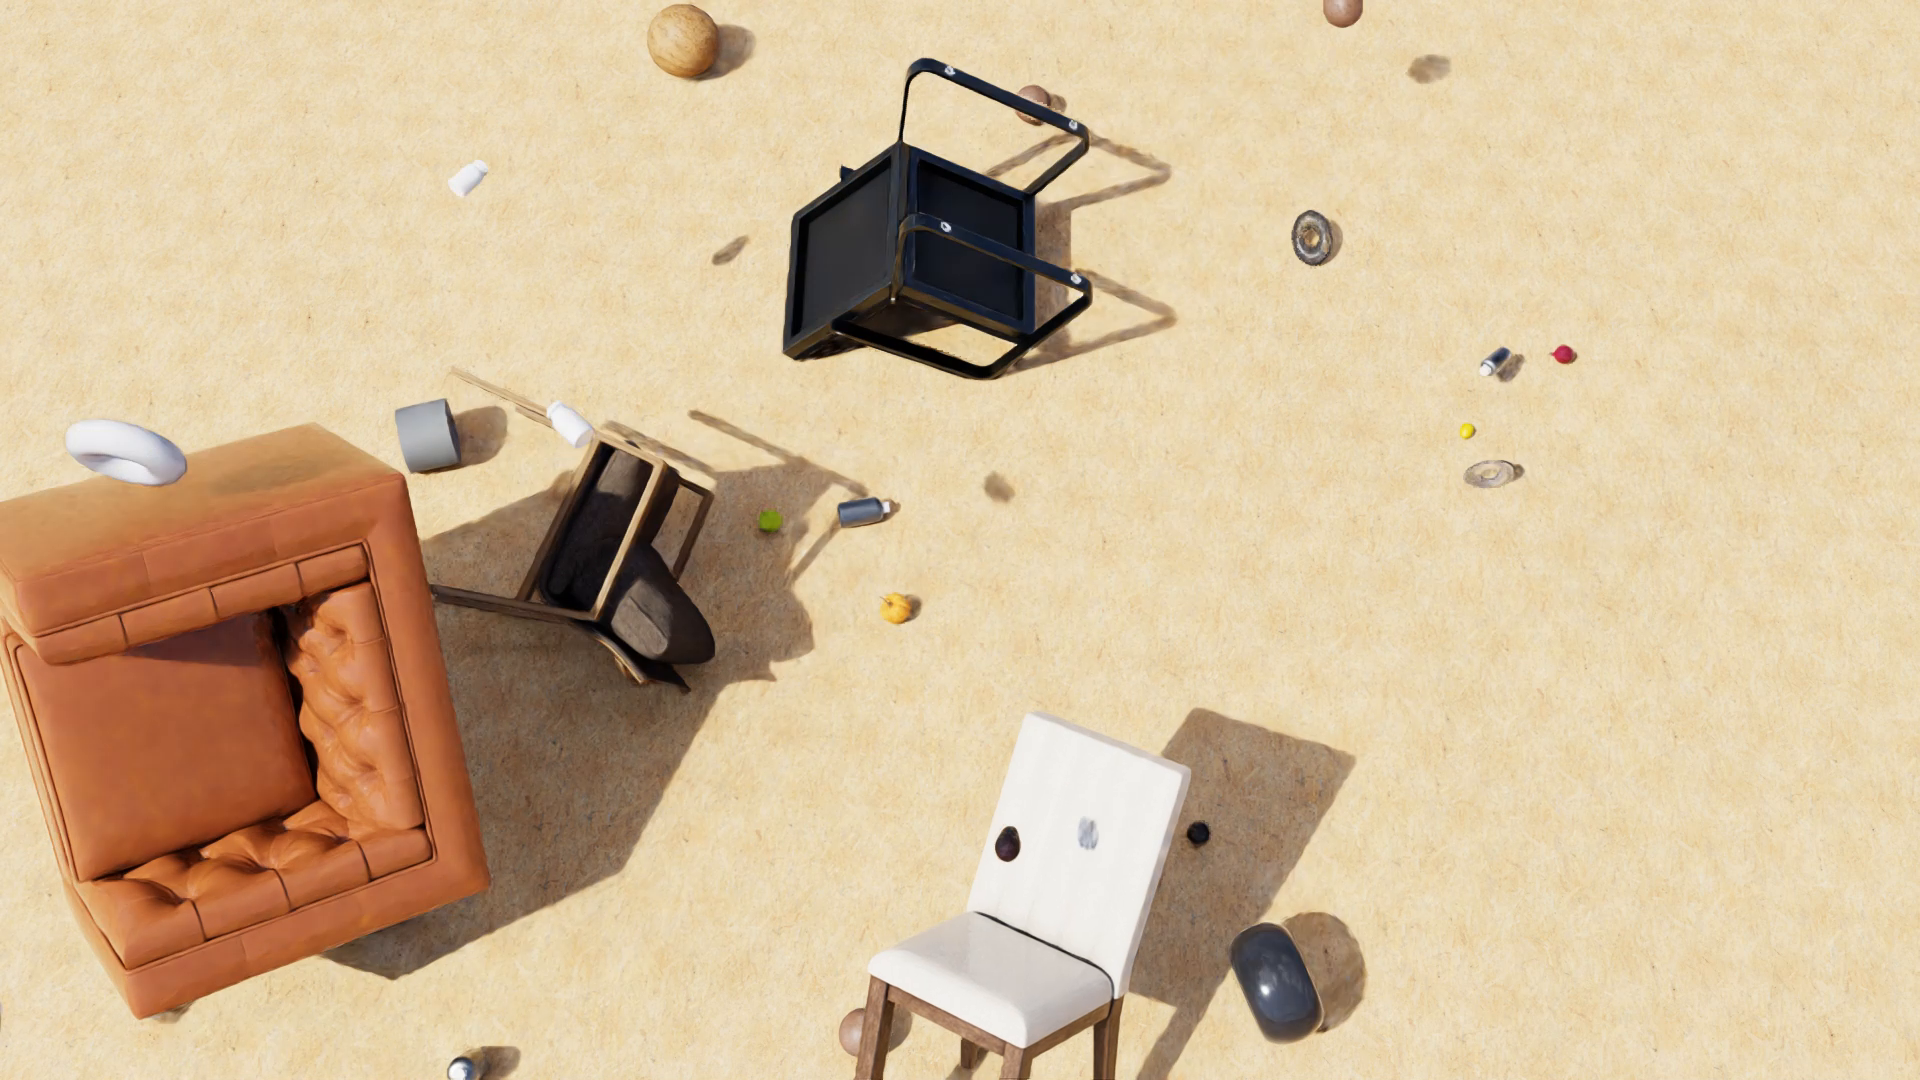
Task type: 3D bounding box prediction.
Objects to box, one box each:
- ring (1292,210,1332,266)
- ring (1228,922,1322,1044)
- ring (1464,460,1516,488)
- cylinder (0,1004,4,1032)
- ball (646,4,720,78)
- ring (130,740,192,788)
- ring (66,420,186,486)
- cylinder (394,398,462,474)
[{"bbox_3d":[1.147,-0.984,7.169,0.132,0.044,0.184,-10,82,21],"label":"ring"},{"bbox_3d":[0.804,1.129,5.602,0.169,0.265,0.311,-23,64,1],"label":"ring"},{"bbox_3d":[1.601,-0.201,6.652,0.156,0.088,0.024,-12,22,21],"label":"ring"},{"bbox_3d":[-2.352,1.170,5.275,0.093,0.107,0.098,11,102,3],"label":"cylinder"},{"bbox_3d":[-0.954,-1.722,7.579,0.249,0.249,0.249,0,56,0],"label":"ball"},{"bbox_3d":[-2.202,0.618,6.062,0.176,0.171,0.055,-28,73,-34],"label":"ring"},{"bbox_3d":[-1.849,-0.193,4.877,0.265,0.258,0.077,7,70,10],"label":"ring"},{"bbox_3d":[-1.611,-0.316,6.664,0.149,0.197,0.205,-13,54,-6],"label":"cylinder"}]
